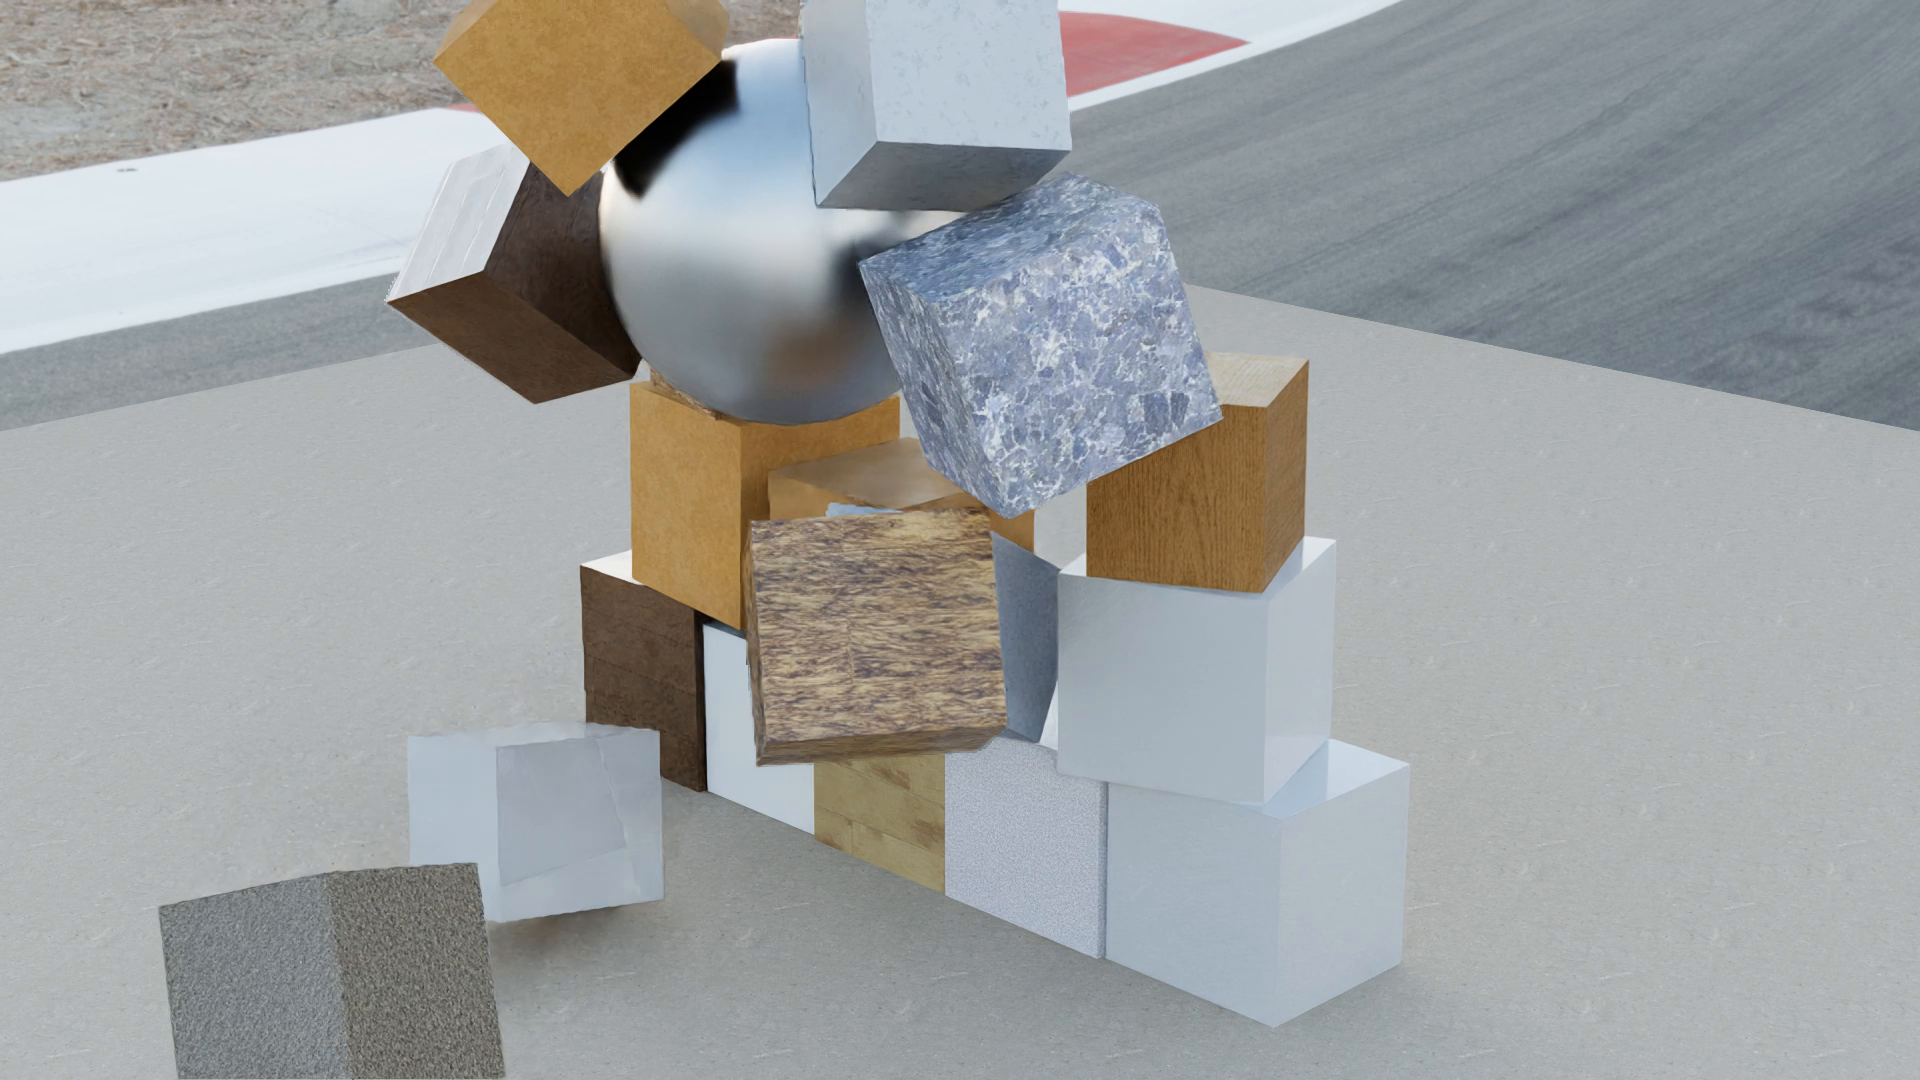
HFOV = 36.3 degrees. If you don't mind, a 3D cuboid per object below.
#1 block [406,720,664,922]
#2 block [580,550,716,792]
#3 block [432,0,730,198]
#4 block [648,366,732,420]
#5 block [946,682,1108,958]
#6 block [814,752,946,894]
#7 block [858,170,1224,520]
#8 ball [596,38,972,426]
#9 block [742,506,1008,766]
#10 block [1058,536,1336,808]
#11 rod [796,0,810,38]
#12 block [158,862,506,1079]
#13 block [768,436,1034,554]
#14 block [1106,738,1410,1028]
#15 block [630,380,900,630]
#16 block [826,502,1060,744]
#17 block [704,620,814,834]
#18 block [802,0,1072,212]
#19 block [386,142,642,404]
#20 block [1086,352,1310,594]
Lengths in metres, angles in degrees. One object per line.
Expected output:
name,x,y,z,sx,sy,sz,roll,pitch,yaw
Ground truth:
block,-1.855,1.211,12.808,0.826,0.738,0.738,-3,3,-40
block,-1.263,0.582,14.866,0.937,0.976,0.883,-17,24,-42
block,-1.497,-2.007,11.715,0.837,0.744,0.669,-39,20,16
block,-0.990,-1.147,13.845,0.815,0.857,0.710,-16,24,-26
block,0.585,1.180,13.101,0.915,0.892,0.929,-17,24,-42
block,-0.070,0.970,13.697,0.865,0.936,0.880,-17,24,-42
block,0.298,-0.753,11.058,0.921,0.875,0.821,-25,23,-14
ball,-0.710,-1.275,12.196,1.600,1.600,1.600,0,17,0
block,-0.356,0.391,11.460,0.903,0.835,0.948,-4,-9,-7
block,0.994,0.485,12.261,0.905,0.880,0.856,8,20,24
rod,-0.308,-4.594,11.575,0.080,5.200,0.080,17,14,42
block,-2.219,1.603,10.383,0.787,0.774,0.800,-14,-10,28
block,-0.270,0.075,13.621,0.875,0.816,0.860,-16,24,-41
block,1.259,1.369,12.458,0.933,0.917,0.853,17,24,42
block,-0.950,-0.248,14.219,0.935,0.992,0.921,-13,23,-37
block,-0.109,0.355,12.578,0.786,0.730,0.854,7,-14,40
block,-0.667,0.821,14.293,0.812,0.864,0.813,-17,24,-42
block,-0.102,-1.770,11.263,0.776,0.809,0.714,0,-13,-21
block,-1.861,-1.195,12.975,0.749,0.747,0.865,-10,-37,46
block,0.978,-0.300,12.010,0.730,0.769,0.780,5,19,18
